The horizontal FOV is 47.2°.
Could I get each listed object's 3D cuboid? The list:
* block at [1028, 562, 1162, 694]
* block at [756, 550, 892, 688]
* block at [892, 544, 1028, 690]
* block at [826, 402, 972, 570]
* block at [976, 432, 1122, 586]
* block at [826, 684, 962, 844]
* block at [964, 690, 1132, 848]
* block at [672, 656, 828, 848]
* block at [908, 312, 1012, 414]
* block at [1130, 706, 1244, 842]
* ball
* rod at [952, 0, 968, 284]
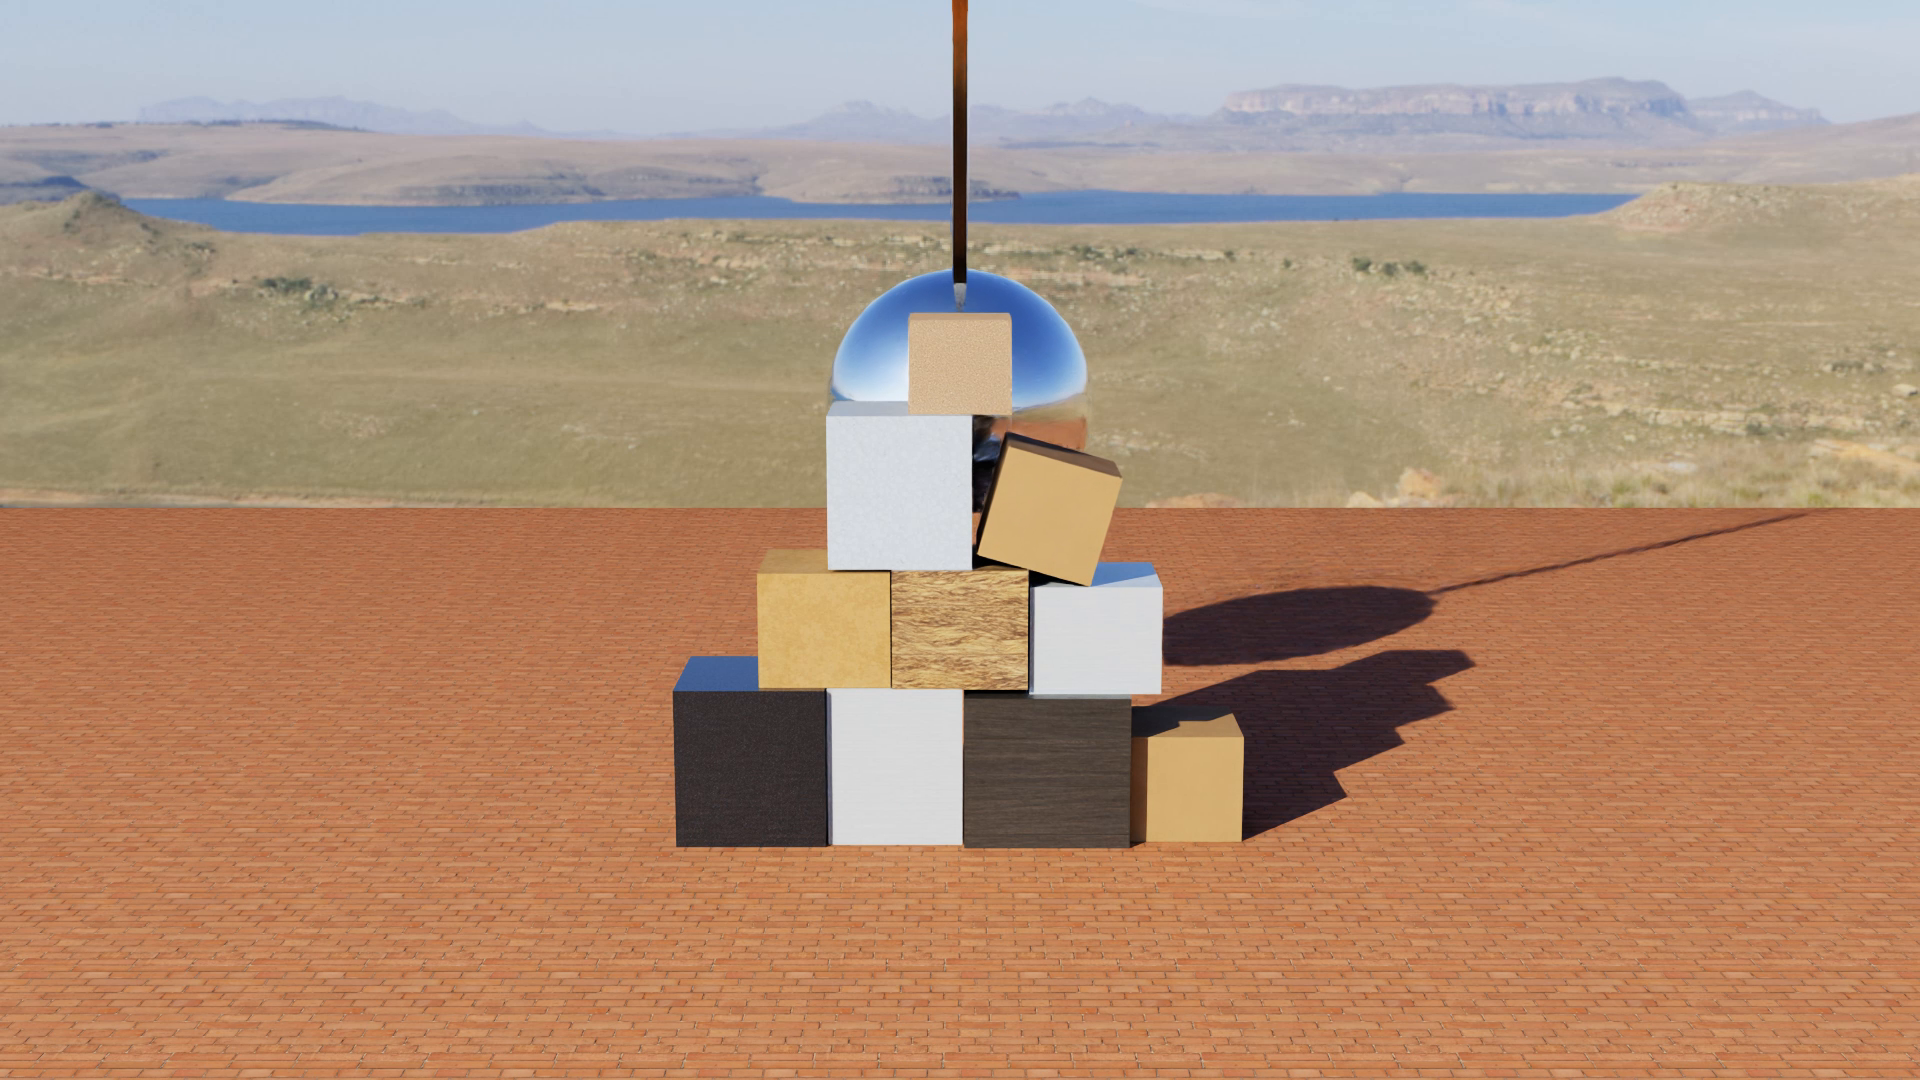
[{"bbox_3d":[0.676,0.444,11.276,0.658,0.544,0.655,0,10,0],"label":"block"},{"bbox_3d":[-0.676,0.394,11.261,0.658,0.580,0.659,0,10,0],"label":"block"},{"bbox_3d":[0.000,0.384,11.266,0.675,0.600,0.737,0,10,0],"label":"block"},{"bbox_3d":[-0.297,-0.286,11.136,0.713,0.763,0.631,0,10,0],"label":"block"},{"bbox_3d":[0.442,-0.167,11.143,0.585,0.562,0.602,16,10,-3],"label":"block"},{"bbox_3d":[-0.326,1.079,11.373,0.676,0.807,0.695,0,10,0],"label":"block"},{"bbox_3d":[0.436,1.093,11.393,0.830,0.774,0.851,0,10,0],"label":"block"},{"bbox_3d":[-1.051,1.081,11.359,0.753,0.808,0.748,0,10,0],"label":"block"},{"bbox_3d":[0.000,-0.890,11.030,0.508,0.464,0.478,0,10,0],"label":"block"},{"bbox_3d":[1.144,1.205,11.409,0.566,0.547,0.620,0,10,0],"label":"block"},{"bbox_3d":[0.000,-0.815,13.141,1.600,1.600,1.600,0,10,0],"label":"ball"},{"bbox_3d":[0.000,-3.743,11.413,0.080,5.200,0.080,0,31,0],"label":"rod"}]
